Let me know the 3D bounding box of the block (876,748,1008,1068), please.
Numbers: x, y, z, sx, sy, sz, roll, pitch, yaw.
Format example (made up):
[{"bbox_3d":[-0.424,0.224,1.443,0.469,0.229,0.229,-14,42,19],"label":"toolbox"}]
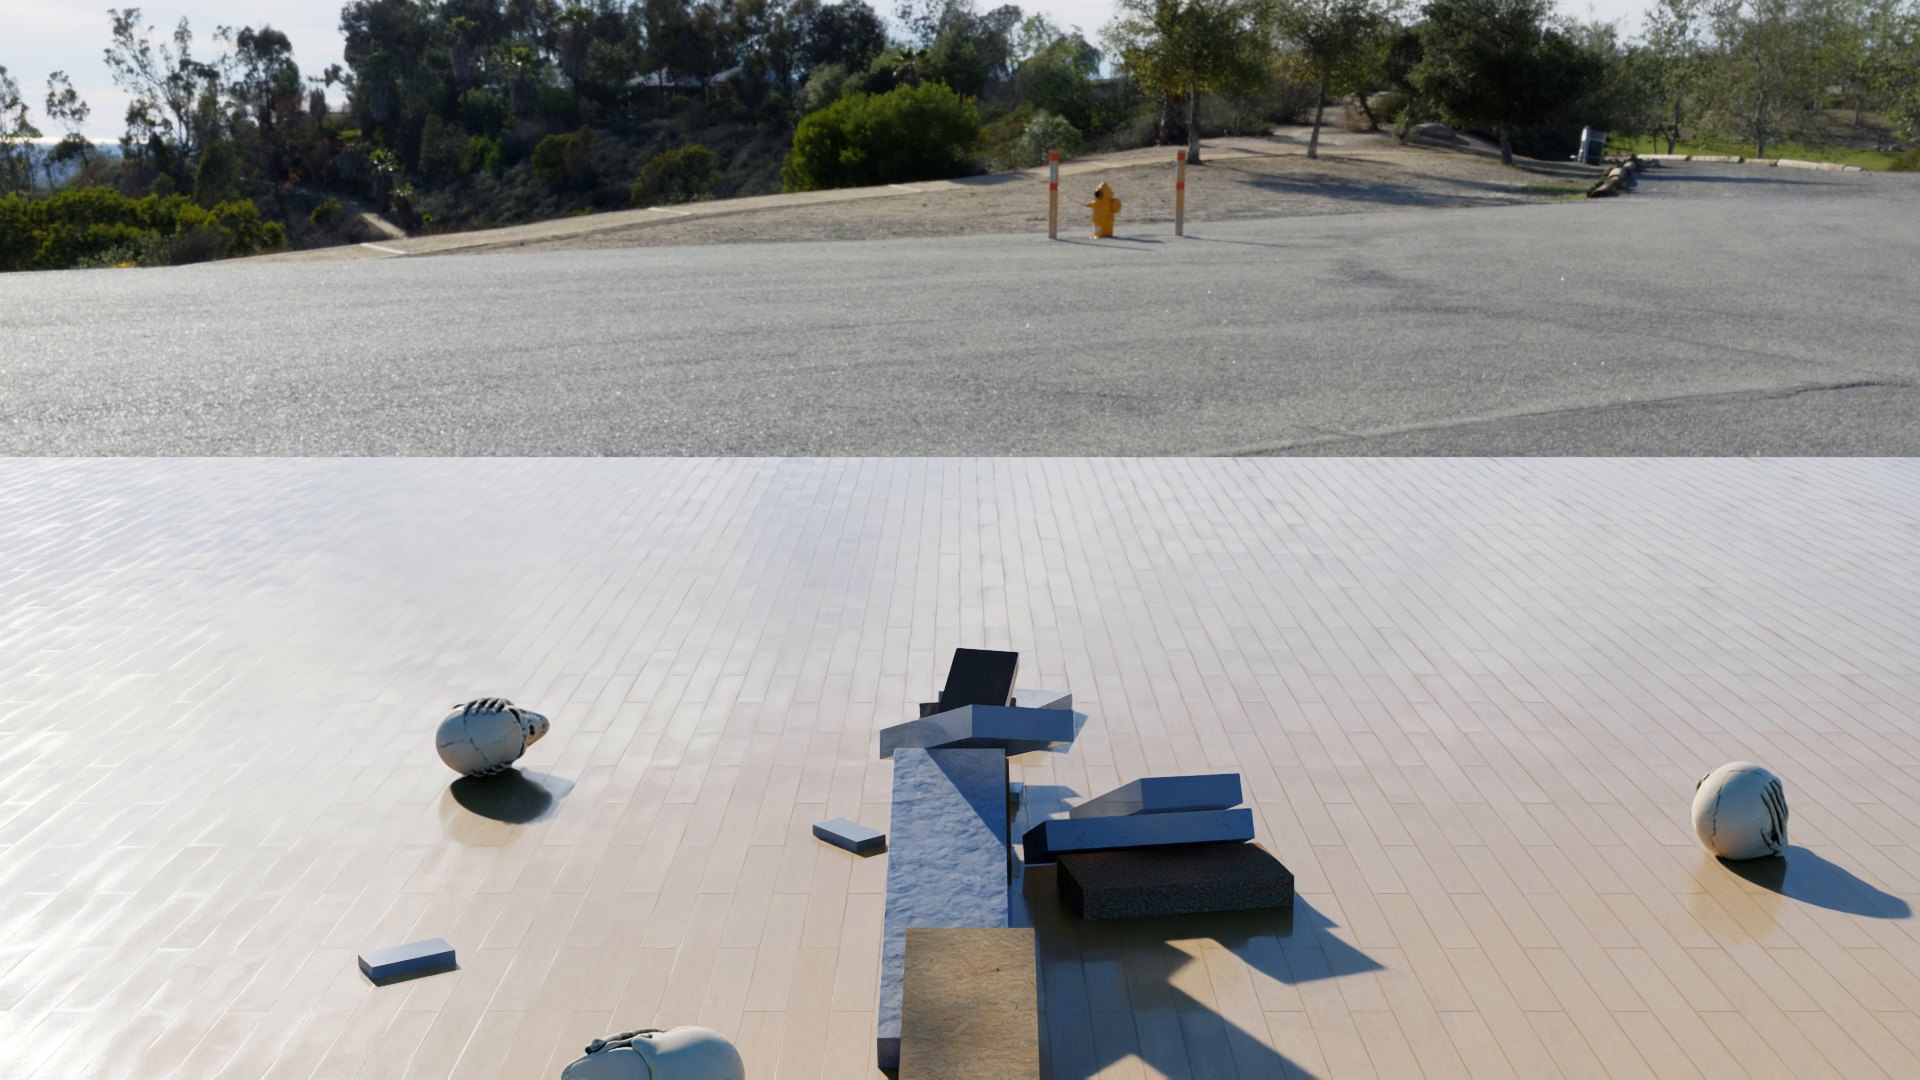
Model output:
[{"bbox_3d":[-0.019,0.528,3.282,0.180,0.051,0.697,0,28,1],"label":"block"}]

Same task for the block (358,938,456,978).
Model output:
[{"bbox_3d":[-0.845,0.638,3.360,0.130,0.018,0.065,-7,13,-33],"label":"block"}]

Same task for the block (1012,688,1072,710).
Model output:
[{"bbox_3d":[0.144,0.358,4.742,0.126,0.036,0.252,4,5,20],"label":"block"}]

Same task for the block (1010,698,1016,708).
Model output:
[{"bbox_3d":[0.036,0.392,4.342,0.120,0.034,0.239,5,34,7],"label":"block"}]

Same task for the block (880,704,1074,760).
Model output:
[{"bbox_3d":[0.022,0.322,3.619,0.178,0.050,0.369,5,-13,-24],"label":"block"}]

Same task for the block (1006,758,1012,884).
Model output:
[{"bbox_3d":[0.007,0.449,3.532,0.148,0.042,0.295,0,27,0],"label":"block"}]

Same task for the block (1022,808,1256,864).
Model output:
[{"bbox_3d":[0.303,0.508,3.765,0.360,0.051,0.180,-2,-15,-12],"label":"block"}]

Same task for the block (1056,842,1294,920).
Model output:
[{"bbox_3d":[0.356,0.566,3.660,0.356,0.050,0.178,-2,11,-11],"label":"block"}]

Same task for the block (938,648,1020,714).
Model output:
[{"bbox_3d":[0.025,0.332,4.243,0.126,0.036,0.359,4,34,9],"label":"block"}]

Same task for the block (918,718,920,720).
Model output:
[{"bbox_3d":[-0.027,0.412,4.365,0.088,0.025,0.176,-5,34,-7],"label":"block"}]

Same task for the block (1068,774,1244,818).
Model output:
[{"bbox_3d":[0.333,0.461,3.803,0.178,0.050,0.356,-1,-15,-17],"label":"block"}]

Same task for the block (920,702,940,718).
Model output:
[{"bbox_3d":[-0.013,0.395,4.212,0.120,0.034,0.239,-4,33,-2],"label":"block"}]

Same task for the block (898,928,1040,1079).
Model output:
[{"bbox_3d":[0.013,0.649,2.940,0.180,0.051,0.360,0,27,1],"label":"block"}]

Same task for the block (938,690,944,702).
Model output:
[{"bbox_3d":[0.018,0.398,4.268,0.120,0.034,0.308,-2,33,1],"label":"block"}]

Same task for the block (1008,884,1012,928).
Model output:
[{"bbox_3d":[0.006,0.585,3.358,0.148,0.042,0.295,0,27,1],"label":"block"}]

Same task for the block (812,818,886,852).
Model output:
[{"bbox_3d":[-0.199,0.529,3.949,0.065,0.018,0.131,-9,14,-40],"label":"block"}]

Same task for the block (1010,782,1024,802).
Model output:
[{"bbox_3d":[0.053,0.480,4.211,0.131,0.018,0.065,2,11,9],"label":"block"}]
